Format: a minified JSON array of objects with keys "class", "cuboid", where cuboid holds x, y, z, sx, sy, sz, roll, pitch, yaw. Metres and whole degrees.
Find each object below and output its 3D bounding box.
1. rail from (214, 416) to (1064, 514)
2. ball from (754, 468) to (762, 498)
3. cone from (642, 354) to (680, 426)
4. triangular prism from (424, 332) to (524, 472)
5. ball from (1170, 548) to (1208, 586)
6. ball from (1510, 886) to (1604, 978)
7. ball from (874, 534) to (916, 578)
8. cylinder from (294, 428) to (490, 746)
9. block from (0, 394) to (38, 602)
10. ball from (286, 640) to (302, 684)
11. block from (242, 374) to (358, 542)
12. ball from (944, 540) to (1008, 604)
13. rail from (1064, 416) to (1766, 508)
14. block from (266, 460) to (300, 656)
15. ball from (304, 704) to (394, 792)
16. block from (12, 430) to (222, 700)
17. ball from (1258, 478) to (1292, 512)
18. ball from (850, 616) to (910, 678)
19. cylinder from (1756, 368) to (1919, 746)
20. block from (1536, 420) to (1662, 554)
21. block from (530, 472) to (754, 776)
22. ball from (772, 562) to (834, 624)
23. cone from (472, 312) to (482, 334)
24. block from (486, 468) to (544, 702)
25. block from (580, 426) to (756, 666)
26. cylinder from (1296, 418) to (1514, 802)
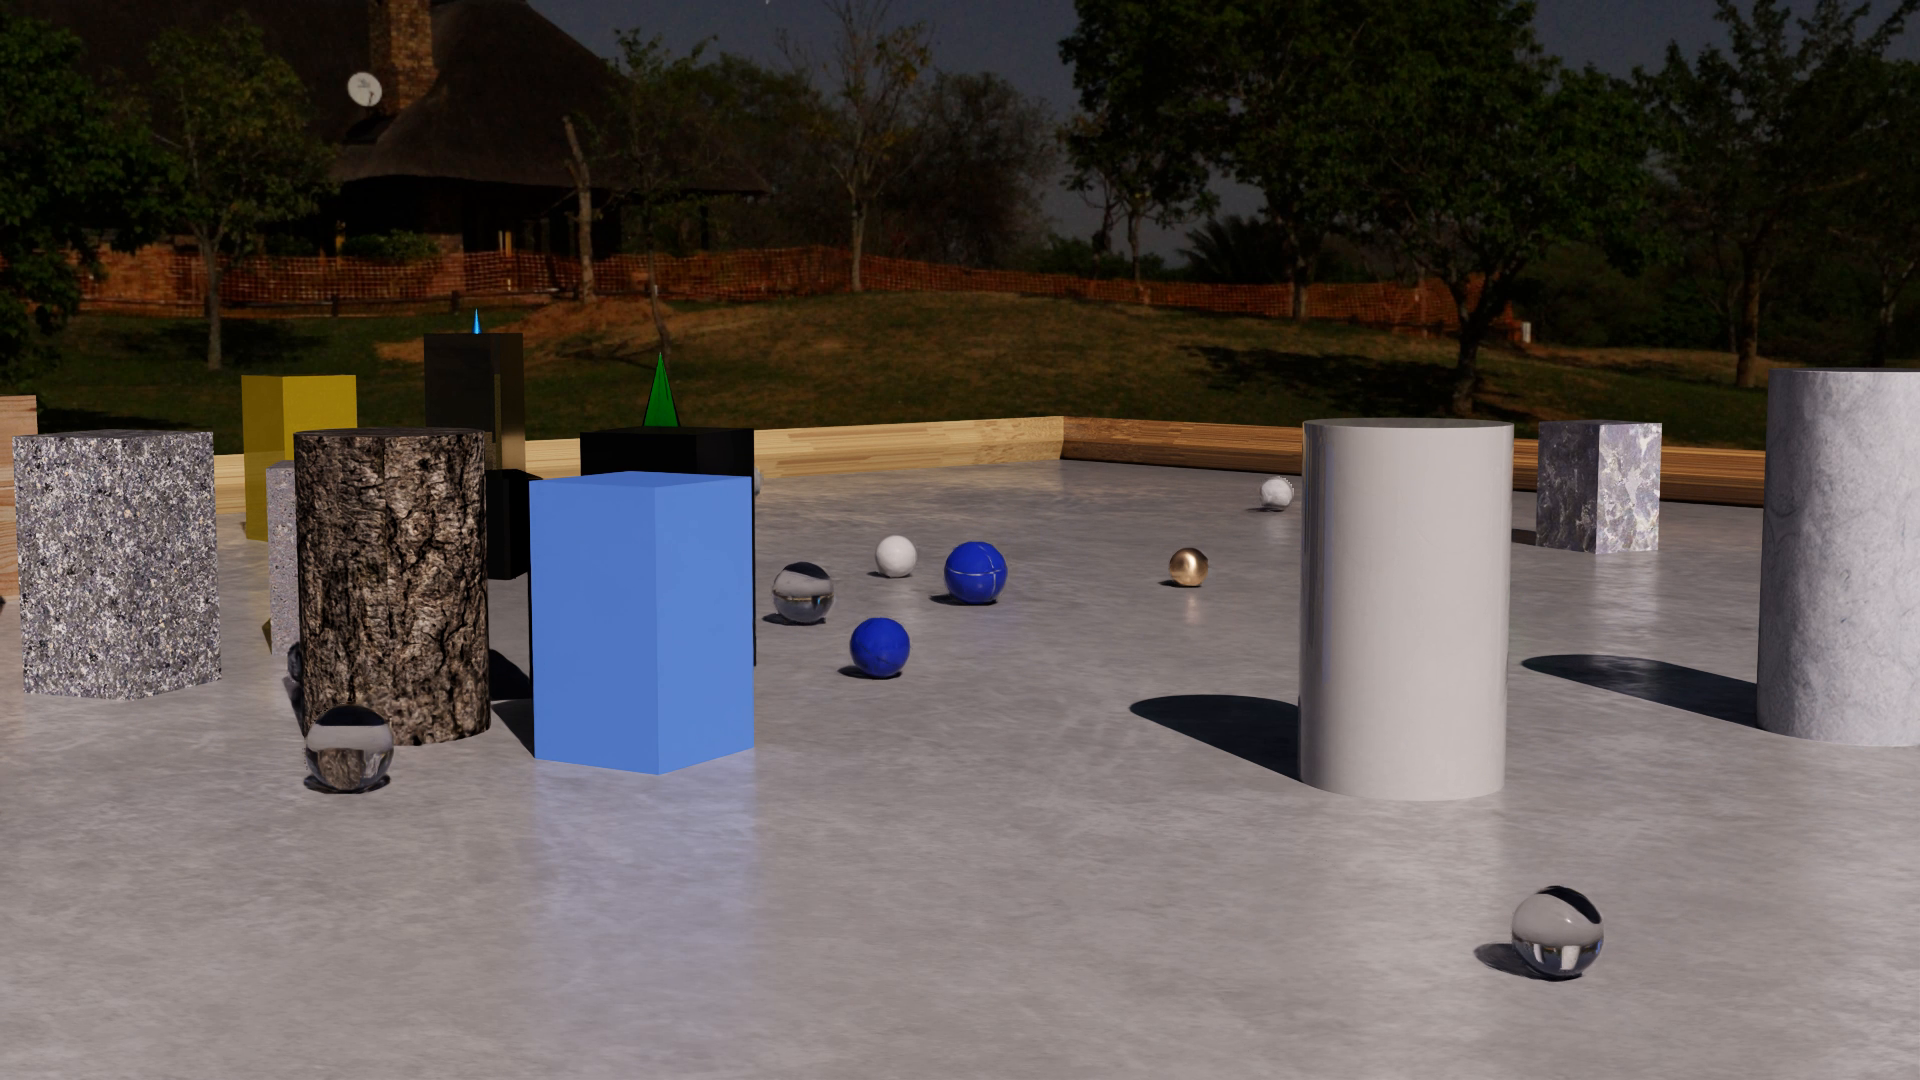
[{"class":"rail","cuboid":[-1.462,-0.132,4.908,4.862,0.126,0.045,-5,8,-42]},{"class":"ball","cuboid":[-0.504,-0.135,5.128,0.088,0.088,0.088,0,6,0]},{"class":"cone","cuboid":[-0.534,-0.152,3.939,0.194,0.369,0.194,0,6,0]},{"class":"triangular prism","cuboid":[-0.799,-0.151,3.763,0.168,0.404,0.146,4,7,32]},{"class":"ball","cuboid":[0.368,0.044,3.540,0.064,0.064,0.064,0,6,0]},{"class":"ball","cuboid":[0.400,0.262,1.472,0.060,0.060,0.060,0,6,0]},{"class":"ball","cuboid":[-0.107,0.027,3.664,0.071,0.071,0.071,0,6,0]},{"class":"cylinder","cuboid":[-0.599,0.044,2.325,0.194,0.316,0.194,0,6,0]},{"class":"block","cuboid":[-1.531,-0.064,3.377,0.156,0.313,0.156,3,7,29]},{"class":"ball","cuboid":[-0.768,0.144,2.608,0.058,0.058,0.058,0,6,0]},{"class":"block","cuboid":[-1.280,-0.161,4.270,0.156,0.318,0.156,6,8,43]},{"class":"ball","cuboid":[0.023,0.050,3.323,0.097,0.097,0.097,0,6,0]},{"class":"rail","cuboid":[1.769,-0.137,4.955,0.045,0.126,4.359,-5,8,-42]},{"class":"block","cuboid":[-0.824,0.020,2.912,0.156,0.242,0.156,-1,6,-10]},{"class":"ball","cuboid":[-0.566,0.193,2.038,0.080,0.080,0.080,0,6,0]},{"class":"block","cuboid":[-0.991,0.024,2.594,0.156,0.299,0.156,2,6,20]},{"class":"ball","cuboid":[0.697,-0.100,4.863,0.073,0.073,0.073,0,6,0]},{"class":"ball","cuboid":[-0.097,0.130,2.665,0.074,0.074,0.074,0,6,0]},{"class":"cylinder","cuboid":[0.952,0.011,2.326,0.194,0.381,0.194,0,6,0]},{"class":"block","cuboid":[1.193,-0.103,4.111,0.156,0.235,0.156,-3,7,-29]},{"class":"block","cuboid":[-0.316,0.077,2.201,0.156,0.277,0.156,4,7,30]},{"class":"ball","cuboid":[-0.223,0.075,3.120,0.088,0.088,0.088,0,6,0]},{"class":"cone","cuboid":[-1.027,-0.270,4.691,0.194,0.447,0.194,0,6,0]},{"class":"block","cuboid":[-0.577,0.051,2.561,0.156,0.253,0.156,-2,6,-22]},{"class":"block","cuboid":[-0.355,0.014,2.695,0.156,0.298,0.156,2,6,20]},{"class":"cylinder","cuboid":[0.419,0.059,2.077,0.194,0.339,0.194,0,6,0]}]
